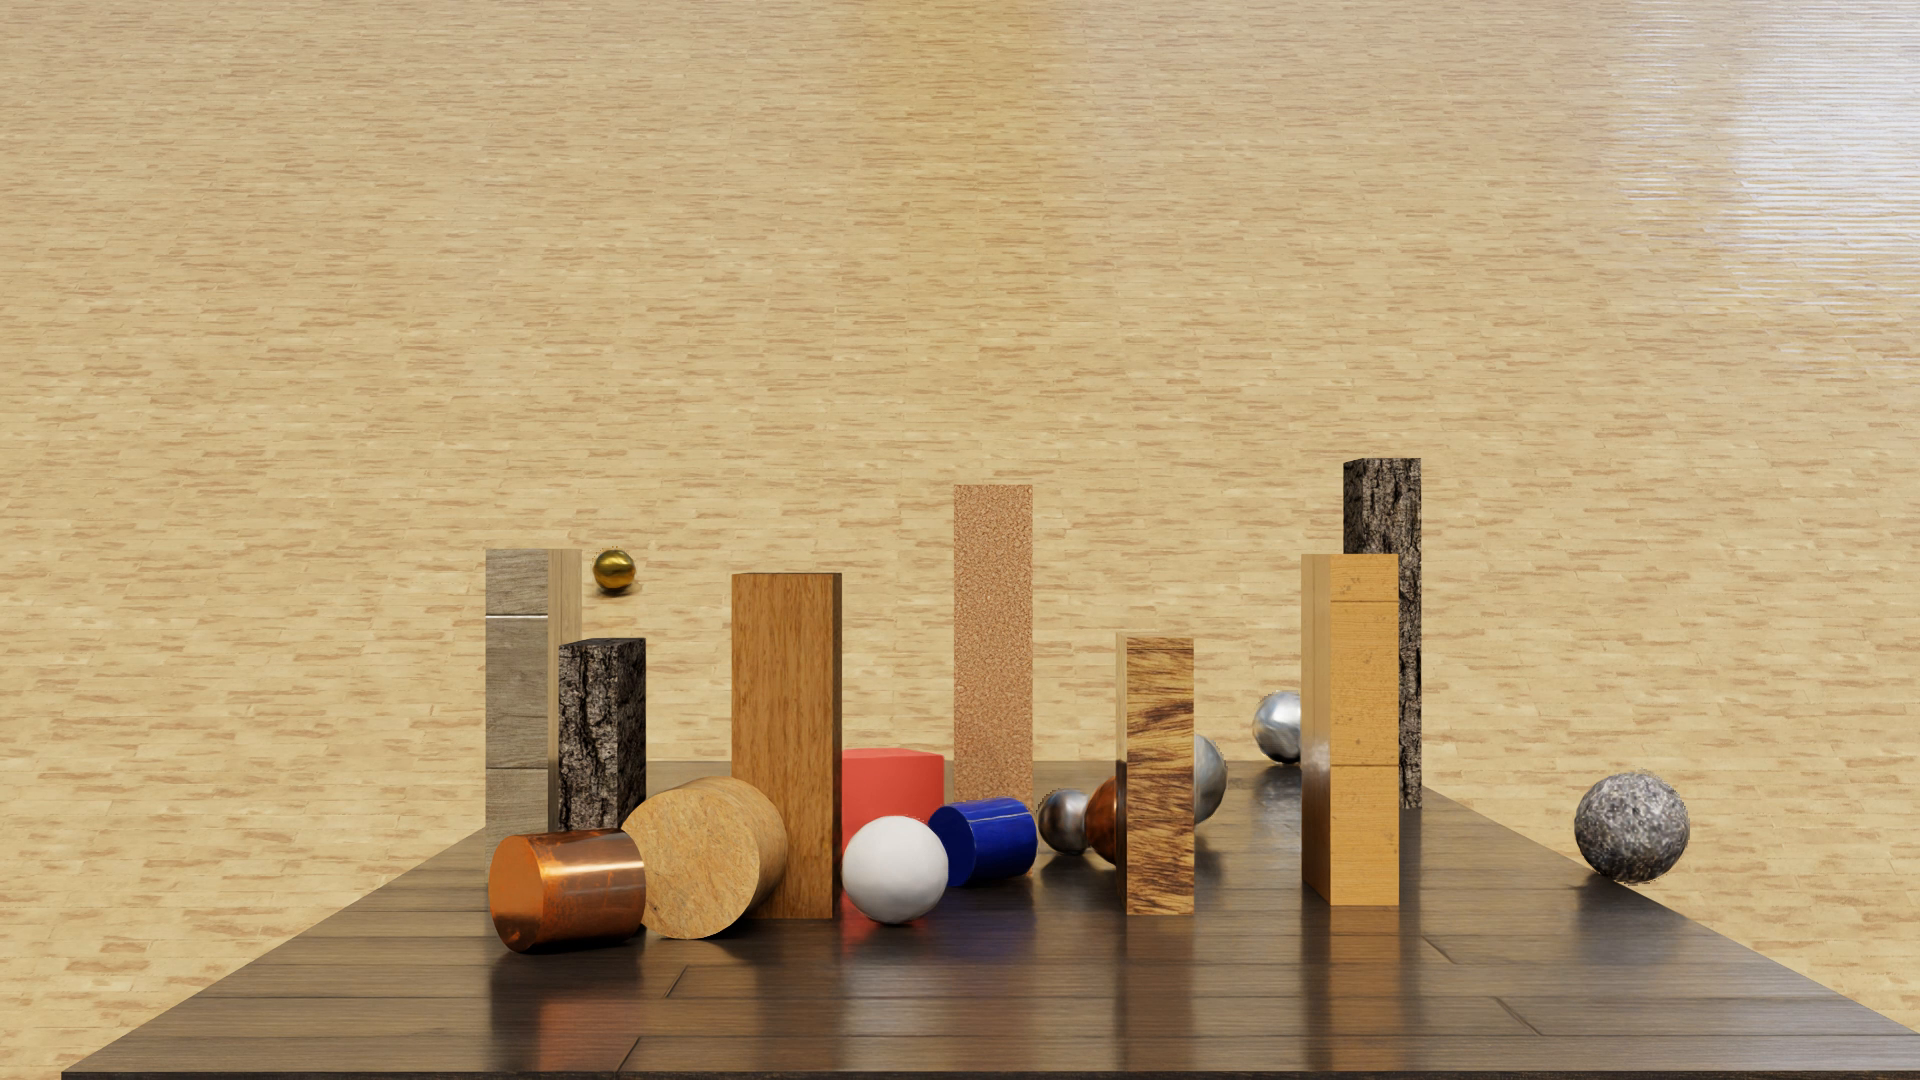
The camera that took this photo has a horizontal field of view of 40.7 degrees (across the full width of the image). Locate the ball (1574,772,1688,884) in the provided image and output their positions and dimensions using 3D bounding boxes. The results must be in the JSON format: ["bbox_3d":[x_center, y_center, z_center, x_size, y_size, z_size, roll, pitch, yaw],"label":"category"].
[{"bbox_3d":[1.128,0.484,4.353,0.185,0.185,0.185,0,31,0],"label":"ball"}]

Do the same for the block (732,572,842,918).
[{"bbox_3d":[-0.261,0.304,3.956,0.148,0.505,0.313,0,0,0],"label":"block"}]

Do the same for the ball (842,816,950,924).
[{"bbox_3d":[-0.094,0.477,3.745,0.156,0.156,0.156,0,31,0],"label":"ball"}]

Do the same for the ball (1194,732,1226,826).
[{"bbox_3d":[0.418,0.463,5.017,0.197,0.197,0.197,0,31,0],"label":"ball"}]

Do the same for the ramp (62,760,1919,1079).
[{"bbox_3d":[0.069,0.609,4.679,2.000,0.100,4.000,0,0,0],"label":"ramp"}]

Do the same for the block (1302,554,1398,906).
[{"bbox_3d":[0.616,0.289,4.110,0.104,0.534,0.335,0,0,0],"label":"block"}]

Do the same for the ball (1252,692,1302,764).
[{"bbox_3d":[0.835,0.477,6.587,0.182,0.182,0.182,0,31,0],"label":"ball"}]

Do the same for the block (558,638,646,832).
[{"bbox_3d":[-0.523,0.352,3.808,0.083,0.406,0.338,0,0,0],"label":"block"}]

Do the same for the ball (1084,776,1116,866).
[{"bbox_3d":[0.291,0.479,4.408,0.160,0.160,0.160,0,31,0],"label":"ball"}]

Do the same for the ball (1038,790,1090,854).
[{"bbox_3d":[0.196,0.502,4.611,0.115,0.115,0.115,0,31,0],"label":"ball"}]

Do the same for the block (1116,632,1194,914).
[{"bbox_3d":[0.297,0.351,3.976,0.099,0.411,0.276,0,0,0],"label":"block"}]

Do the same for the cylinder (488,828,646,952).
[{"bbox_3d":[-0.535,0.476,3.528,0.157,0.157,0.157,0,25,-37],"label":"cylinder"}]

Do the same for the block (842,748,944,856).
[{"bbox_3d":[-0.155,0.463,4.457,0.192,0.192,0.192,0,0,-26],"label":"block"}]

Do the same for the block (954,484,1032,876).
[{"bbox_3d":[0.055,0.234,4.455,0.131,0.650,0.331,0,0,0],"label":"block"}]

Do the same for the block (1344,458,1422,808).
[{"bbox_3d":[0.907,0.196,5.568,0.123,0.735,0.277,0,0,0],"label":"block"}]

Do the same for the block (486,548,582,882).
[{"bbox_3d":[-0.721,0.287,4.400,0.101,0.543,0.381,0,0,0],"label":"block"}]

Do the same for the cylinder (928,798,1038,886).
[{"bbox_3d":[0.034,0.489,4.198,0.129,0.129,0.129,-3,27,-39],"label":"cylinder"}]

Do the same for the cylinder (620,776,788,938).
[{"bbox_3d":[-0.368,0.450,3.697,0.209,0.209,0.209,4,0,7],"label":"cylinder"}]

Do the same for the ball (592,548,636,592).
[{"bbox_3d":[-1.006,0.088,7.534,0.124,0.124,0.124,0,31,0],"label":"ball"}]
